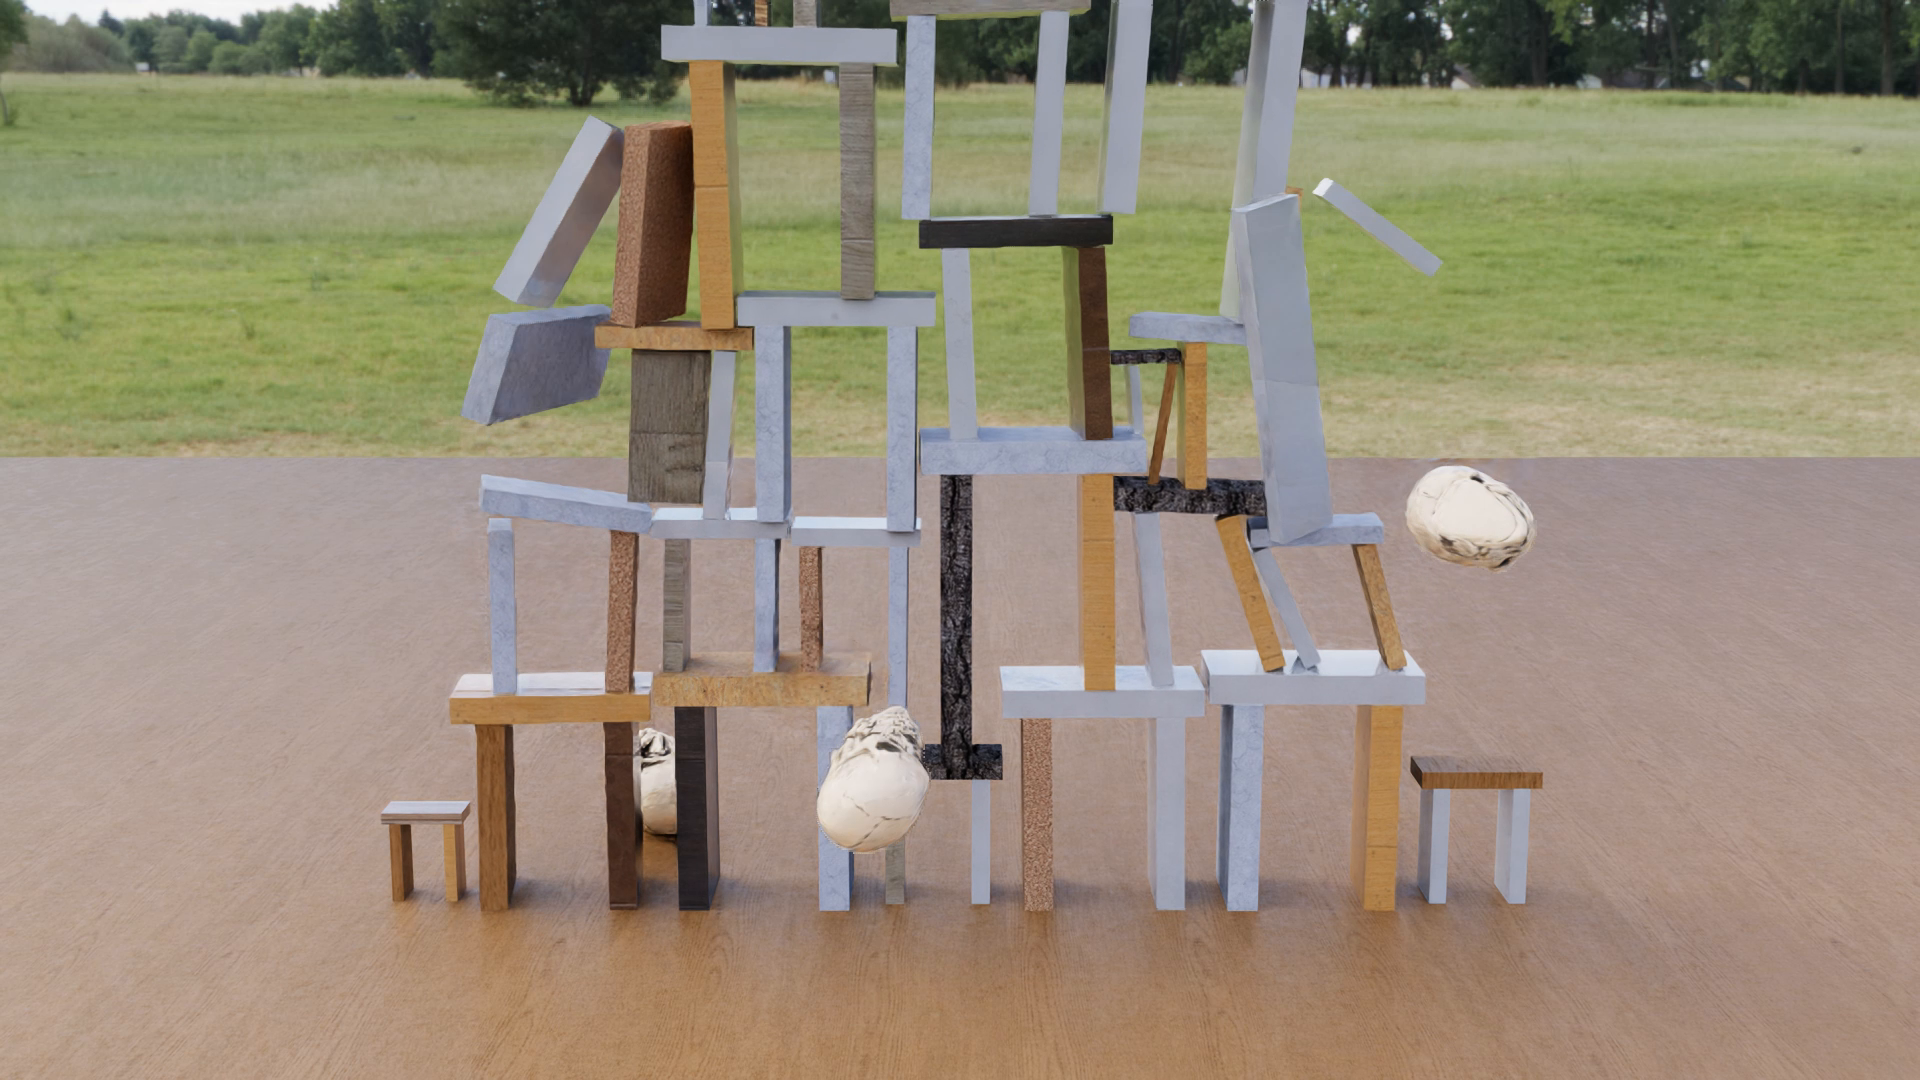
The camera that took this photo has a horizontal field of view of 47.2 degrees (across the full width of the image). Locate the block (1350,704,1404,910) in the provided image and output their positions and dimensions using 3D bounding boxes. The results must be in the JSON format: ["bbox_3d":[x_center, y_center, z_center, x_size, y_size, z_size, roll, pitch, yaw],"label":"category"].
[{"bbox_3d":[0.688,0.420,3.642,0.049,0.345,0.172,1,11,2],"label":"block"}]

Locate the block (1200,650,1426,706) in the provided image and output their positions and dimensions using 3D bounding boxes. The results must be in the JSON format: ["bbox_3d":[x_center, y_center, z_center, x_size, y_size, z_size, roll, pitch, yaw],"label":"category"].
[{"bbox_3d":[0.575,0.225,3.611,0.345,0.049,0.172,0,11,1],"label":"block"}]

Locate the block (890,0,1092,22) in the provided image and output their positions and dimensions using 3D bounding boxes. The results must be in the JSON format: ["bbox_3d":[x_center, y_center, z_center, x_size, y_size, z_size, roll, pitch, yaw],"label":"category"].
[{"bbox_3d":[0.044,-0.835,3.406,0.305,0.043,0.153,-2,10,-1],"label":"block"}]

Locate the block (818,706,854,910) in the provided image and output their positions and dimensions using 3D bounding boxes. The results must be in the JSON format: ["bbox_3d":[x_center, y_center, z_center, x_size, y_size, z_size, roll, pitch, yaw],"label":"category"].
[{"bbox_3d":[-0.205,0.420,3.642,0.049,0.344,0.172,0,11,0],"label":"block"}]

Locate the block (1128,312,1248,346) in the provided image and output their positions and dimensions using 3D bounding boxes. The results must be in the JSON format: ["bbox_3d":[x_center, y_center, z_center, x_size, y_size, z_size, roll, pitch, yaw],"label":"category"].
[{"bbox_3d":[0.397,-0.337,3.513,0.232,0.033,0.116,6,11,17],"label":"block"}]

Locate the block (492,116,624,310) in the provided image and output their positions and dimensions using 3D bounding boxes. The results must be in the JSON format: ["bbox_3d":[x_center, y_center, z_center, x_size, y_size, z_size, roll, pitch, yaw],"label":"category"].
[{"bbox_3d":[-0.612,-0.510,3.448,0.043,0.307,0.153,32,7,7],"label":"block"}]

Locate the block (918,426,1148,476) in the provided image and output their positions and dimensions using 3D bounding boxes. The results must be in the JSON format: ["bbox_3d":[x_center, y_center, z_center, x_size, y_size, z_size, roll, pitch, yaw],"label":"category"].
[{"bbox_3d":[0.113,-0.145,3.520,0.353,0.050,0.176,-1,11,-2],"label":"block"}]

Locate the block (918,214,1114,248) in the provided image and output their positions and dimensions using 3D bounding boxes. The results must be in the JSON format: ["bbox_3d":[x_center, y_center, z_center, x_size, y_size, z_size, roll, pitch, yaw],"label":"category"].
[{"bbox_3d":[0.089,-0.486,3.456,0.299,0.042,0.149,-1,11,3],"label":"block"}]

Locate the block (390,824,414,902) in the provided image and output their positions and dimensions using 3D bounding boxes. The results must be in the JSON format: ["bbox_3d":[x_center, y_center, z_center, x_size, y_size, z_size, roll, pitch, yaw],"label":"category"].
[{"bbox_3d":[-0.928,0.526,3.653,0.019,0.132,0.066,0,11,0],"label":"block"}]

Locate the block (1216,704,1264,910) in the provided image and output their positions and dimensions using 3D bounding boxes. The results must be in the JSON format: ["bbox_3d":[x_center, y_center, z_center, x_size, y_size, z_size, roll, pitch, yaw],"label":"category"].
[{"bbox_3d":[0.463,0.420,3.641,0.049,0.345,0.172,0,11,0],"label":"block"}]

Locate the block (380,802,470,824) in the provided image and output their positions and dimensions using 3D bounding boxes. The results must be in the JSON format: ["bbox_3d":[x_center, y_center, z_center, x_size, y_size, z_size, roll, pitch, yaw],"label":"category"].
[{"bbox_3d":[-0.883,0.451,3.639,0.132,0.019,0.066,0,11,0],"label":"block"}]

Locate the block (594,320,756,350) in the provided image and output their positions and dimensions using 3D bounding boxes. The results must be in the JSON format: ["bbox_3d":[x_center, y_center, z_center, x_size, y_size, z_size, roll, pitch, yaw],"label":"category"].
[{"bbox_3d":[-0.450,-0.327,3.504,0.248,0.035,0.124,1,10,-2],"label":"block"}]

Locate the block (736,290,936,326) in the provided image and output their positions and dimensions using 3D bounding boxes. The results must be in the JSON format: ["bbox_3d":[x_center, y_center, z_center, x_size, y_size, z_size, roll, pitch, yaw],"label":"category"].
[{"bbox_3d":[-0.193,-0.368,3.493,0.310,0.044,0.155,0,11,0],"label":"block"}]

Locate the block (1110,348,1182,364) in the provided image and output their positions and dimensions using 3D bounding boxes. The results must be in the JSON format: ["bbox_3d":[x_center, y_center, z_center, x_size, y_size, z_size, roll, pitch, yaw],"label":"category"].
[{"bbox_3d":[0.292,-0.292,3.502,0.113,0.016,0.057,-2,11,-4],"label":"block"}]

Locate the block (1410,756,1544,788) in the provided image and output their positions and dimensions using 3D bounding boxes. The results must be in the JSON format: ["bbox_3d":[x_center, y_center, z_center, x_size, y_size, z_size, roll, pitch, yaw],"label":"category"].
[{"bbox_3d":[0.852,0.383,3.631,0.196,0.028,0.098,0,11,0],"label":"block"}]

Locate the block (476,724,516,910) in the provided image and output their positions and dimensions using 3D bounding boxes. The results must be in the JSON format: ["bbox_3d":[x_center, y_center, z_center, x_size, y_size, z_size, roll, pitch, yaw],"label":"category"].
[{"bbox_3d":[-0.767,0.434,3.639,0.045,0.316,0.158,0,10,-7],"label":"block"}]

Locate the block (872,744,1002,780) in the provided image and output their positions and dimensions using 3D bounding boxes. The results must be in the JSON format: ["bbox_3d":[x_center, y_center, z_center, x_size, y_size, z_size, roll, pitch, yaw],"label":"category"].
[{"bbox_3d":[-0.037,0.366,3.630,0.212,0.030,0.106,0,11,0],"label":"block"}]

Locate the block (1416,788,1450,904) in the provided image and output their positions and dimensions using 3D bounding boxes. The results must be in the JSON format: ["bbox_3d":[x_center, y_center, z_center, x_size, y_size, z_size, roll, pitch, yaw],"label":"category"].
[{"bbox_3d":[0.786,0.493,3.651,0.028,0.196,0.098,0,11,0],"label":"block"}]

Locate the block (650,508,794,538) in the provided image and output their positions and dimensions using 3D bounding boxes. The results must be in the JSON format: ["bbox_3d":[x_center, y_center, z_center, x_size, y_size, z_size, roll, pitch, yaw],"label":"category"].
[{"bbox_3d":[-0.383,-0.027,3.556,0.219,0.031,0.109,0,11,0],"label":"block"}]

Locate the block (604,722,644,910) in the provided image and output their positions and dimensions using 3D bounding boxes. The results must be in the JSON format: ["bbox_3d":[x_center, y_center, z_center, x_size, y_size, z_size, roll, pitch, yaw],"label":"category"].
[{"bbox_3d":[-0.556,0.434,3.641,0.045,0.316,0.158,-1,10,-4],"label":"block"}]

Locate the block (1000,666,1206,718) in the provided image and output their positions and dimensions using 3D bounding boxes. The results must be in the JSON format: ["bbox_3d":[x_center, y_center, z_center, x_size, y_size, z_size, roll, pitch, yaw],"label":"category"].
[{"bbox_3d":[0.230,0.248,3.606,0.324,0.046,0.162,0,11,-1],"label":"block"}]

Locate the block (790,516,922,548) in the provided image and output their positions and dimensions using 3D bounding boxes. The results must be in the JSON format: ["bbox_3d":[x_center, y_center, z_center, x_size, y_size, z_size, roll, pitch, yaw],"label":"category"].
[{"bbox_3d":[-0.167,-0.013,3.554,0.206,0.029,0.103,1,11,0],"label":"block"}]

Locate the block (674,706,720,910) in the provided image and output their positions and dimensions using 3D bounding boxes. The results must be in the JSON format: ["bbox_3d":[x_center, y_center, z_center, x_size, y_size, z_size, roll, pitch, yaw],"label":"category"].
[{"bbox_3d":[-0.434,0.420,3.642,0.049,0.344,0.172,0,11,0],"label":"block"}]

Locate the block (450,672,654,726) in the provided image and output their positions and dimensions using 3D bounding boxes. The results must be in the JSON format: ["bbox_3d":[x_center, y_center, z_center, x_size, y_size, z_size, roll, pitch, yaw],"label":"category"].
[{"bbox_3d":[-0.663,0.258,3.600,0.316,0.045,0.158,-1,10,-5],"label":"block"}]

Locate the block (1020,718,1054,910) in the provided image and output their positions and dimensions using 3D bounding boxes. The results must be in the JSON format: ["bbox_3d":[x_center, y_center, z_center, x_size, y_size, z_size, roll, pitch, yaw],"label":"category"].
[{"bbox_3d":[0.126,0.431,3.638,0.046,0.324,0.162,-1,11,0],"label":"block"}]

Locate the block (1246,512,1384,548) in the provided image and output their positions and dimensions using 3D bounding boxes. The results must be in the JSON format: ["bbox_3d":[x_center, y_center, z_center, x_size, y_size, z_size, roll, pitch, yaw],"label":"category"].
[{"bbox_3d":[0.573,-0.016,3.560,0.211,0.030,0.105,-2,11,4],"label":"block"}]

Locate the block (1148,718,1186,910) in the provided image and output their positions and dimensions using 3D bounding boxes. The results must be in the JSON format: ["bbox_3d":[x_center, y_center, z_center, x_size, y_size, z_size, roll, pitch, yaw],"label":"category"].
[{"bbox_3d":[0.341,0.430,3.641,0.046,0.324,0.162,-1,11,0],"label":"block"}]

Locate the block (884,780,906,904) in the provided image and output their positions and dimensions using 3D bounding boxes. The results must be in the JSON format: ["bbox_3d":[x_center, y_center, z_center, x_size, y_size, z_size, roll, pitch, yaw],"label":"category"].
[{"bbox_3d":[-0.107,0.485,3.652,0.030,0.212,0.106,0,11,0],"label":"block"}]

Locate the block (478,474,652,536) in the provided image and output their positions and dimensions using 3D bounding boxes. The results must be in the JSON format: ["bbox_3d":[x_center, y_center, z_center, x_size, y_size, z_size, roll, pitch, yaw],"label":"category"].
[{"bbox_3d":[-0.631,-0.057,3.515,0.264,0.037,0.132,8,10,-15],"label":"block"}]

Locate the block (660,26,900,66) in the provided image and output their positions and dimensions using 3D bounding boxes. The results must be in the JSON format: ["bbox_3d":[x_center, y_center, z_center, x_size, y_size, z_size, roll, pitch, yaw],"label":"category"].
[{"bbox_3d":[-0.274,-0.767,3.418,0.356,0.050,0.178,1,10,0],"label":"block"}]

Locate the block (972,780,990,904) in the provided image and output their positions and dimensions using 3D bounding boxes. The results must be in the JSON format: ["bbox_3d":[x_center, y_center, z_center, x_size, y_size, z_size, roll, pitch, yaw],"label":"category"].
[{"bbox_3d":[0.034,0.485,3.652,0.030,0.212,0.106,0,11,0],"label":"block"}]

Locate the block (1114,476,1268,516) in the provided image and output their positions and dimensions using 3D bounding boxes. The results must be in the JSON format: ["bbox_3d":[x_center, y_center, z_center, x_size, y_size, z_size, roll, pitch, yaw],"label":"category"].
[{"bbox_3d":[0.373,-0.072,3.553,0.259,0.037,0.130,2,11,0],"label":"block"}]

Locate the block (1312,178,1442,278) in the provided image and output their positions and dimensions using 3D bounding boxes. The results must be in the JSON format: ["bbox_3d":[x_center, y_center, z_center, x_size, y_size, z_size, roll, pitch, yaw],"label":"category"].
[{"bbox_3d":[0.652,-0.489,3.438,0.212,0.030,0.106,35,10,-6],"label":"block"}]

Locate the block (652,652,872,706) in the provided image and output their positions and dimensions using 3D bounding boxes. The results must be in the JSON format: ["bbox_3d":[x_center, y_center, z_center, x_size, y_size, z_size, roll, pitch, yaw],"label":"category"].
[{"bbox_3d":[-0.320,0.227,3.606,0.344,0.049,0.172,0,11,0],"label":"block"}]

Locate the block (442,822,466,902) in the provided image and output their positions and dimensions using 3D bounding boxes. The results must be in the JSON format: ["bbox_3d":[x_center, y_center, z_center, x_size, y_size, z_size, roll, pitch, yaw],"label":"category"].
[{"bbox_3d":[-0.839,0.526,3.653,0.019,0.132,0.066,0,11,0],"label":"block"}]
